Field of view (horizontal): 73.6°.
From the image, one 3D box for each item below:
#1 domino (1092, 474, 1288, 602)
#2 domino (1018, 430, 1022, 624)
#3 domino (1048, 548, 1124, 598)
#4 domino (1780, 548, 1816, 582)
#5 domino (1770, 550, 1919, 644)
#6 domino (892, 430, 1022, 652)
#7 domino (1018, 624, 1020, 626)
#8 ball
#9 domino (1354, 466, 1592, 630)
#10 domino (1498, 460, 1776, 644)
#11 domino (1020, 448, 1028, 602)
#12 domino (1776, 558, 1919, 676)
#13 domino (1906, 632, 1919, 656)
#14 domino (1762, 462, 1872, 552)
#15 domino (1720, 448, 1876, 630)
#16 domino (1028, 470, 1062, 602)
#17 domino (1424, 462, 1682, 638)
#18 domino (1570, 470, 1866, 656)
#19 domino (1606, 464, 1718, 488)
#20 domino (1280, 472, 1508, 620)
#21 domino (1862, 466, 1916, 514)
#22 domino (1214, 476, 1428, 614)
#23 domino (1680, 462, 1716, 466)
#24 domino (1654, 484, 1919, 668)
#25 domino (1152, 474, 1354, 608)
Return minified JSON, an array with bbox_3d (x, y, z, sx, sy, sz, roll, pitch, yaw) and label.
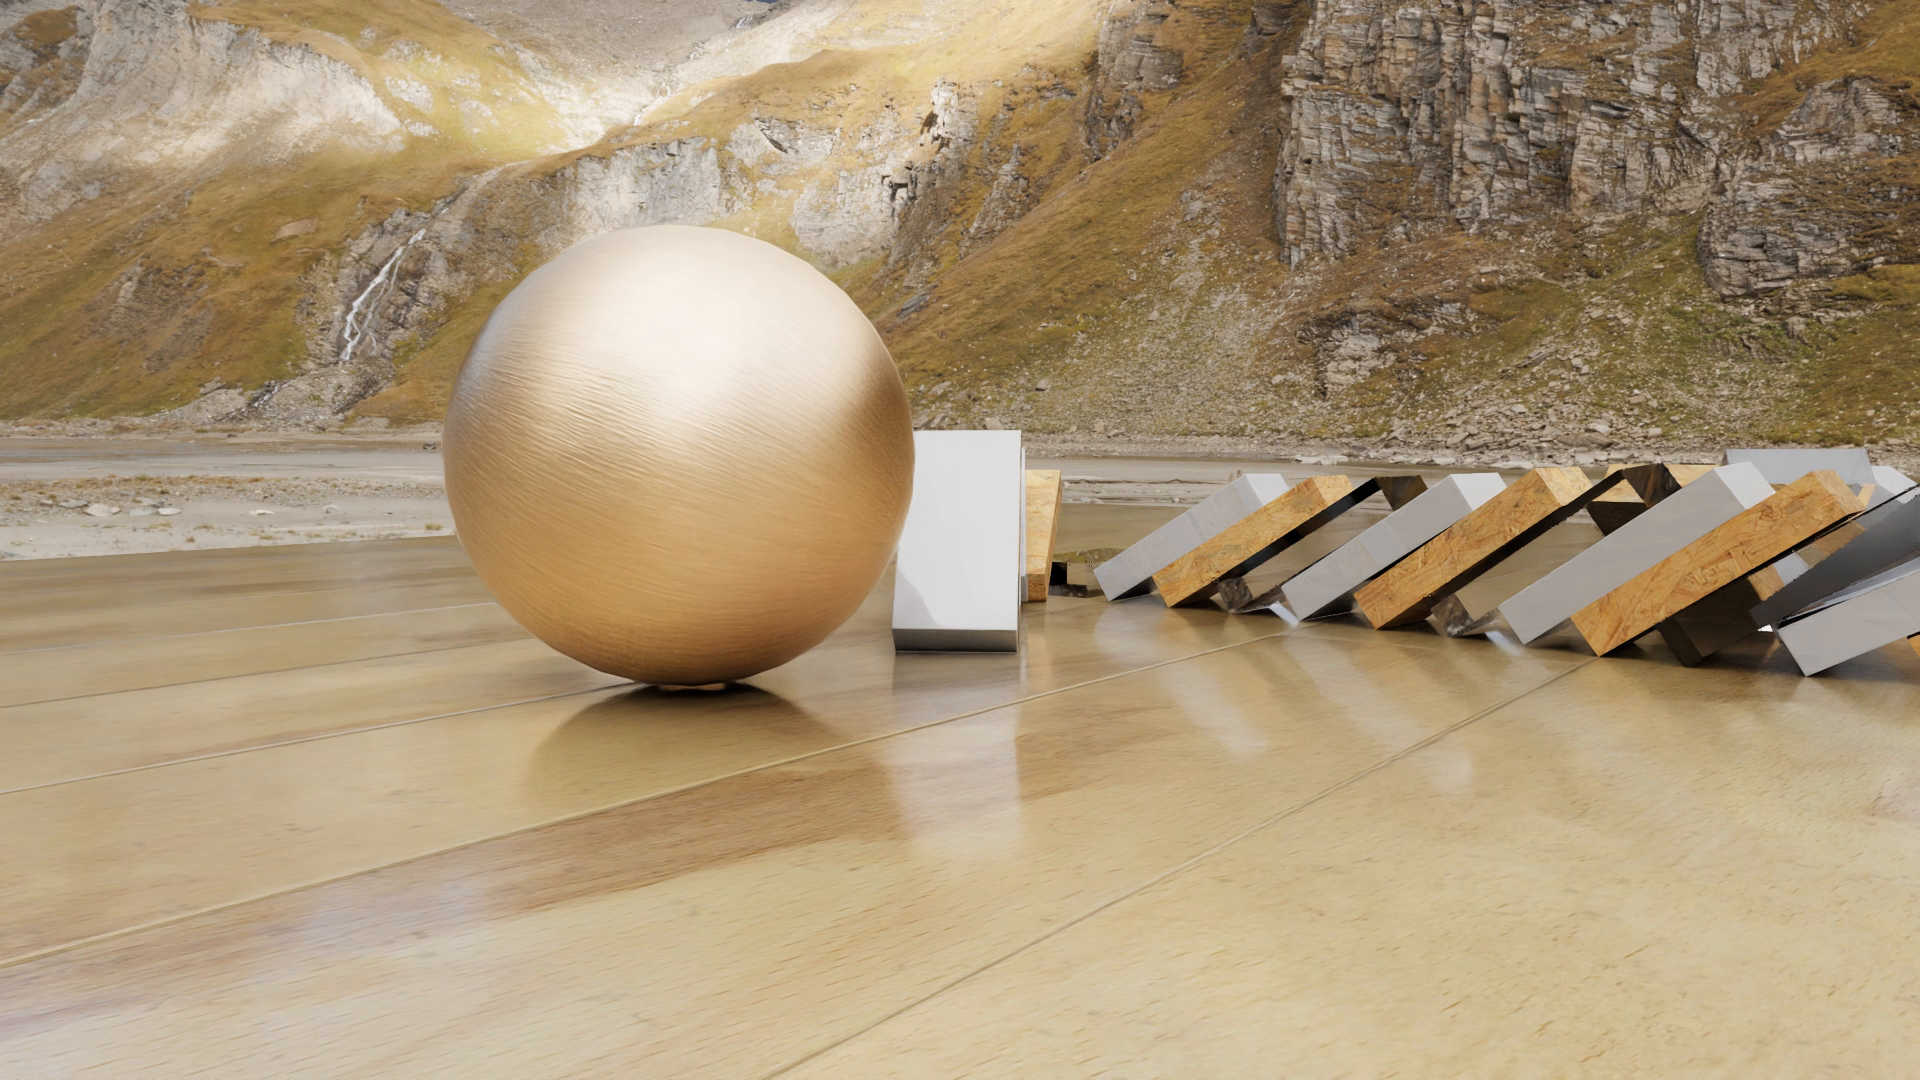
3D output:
[{"bbox_3d":[0.062,-0.001,0.342,0.050,0.009,0.025,-35,-16,30],"label":"domino"},{"bbox_3d":[0.001,-0.001,0.284,0.025,0.050,0.009,0,-33,4],"label":"domino"},{"bbox_3d":[0.041,0.009,0.381,0.025,0.010,0.050,3,5,38],"label":"domino"},{"bbox_3d":[0.188,0.000,0.315,0.050,0.010,0.025,37,-9,-19],"label":"domino"},{"bbox_3d":[0.191,0.004,0.258,0.025,0.010,0.050,-1,-33,-17],"label":"domino"},{"bbox_3d":[0.000,-0.001,0.272,0.025,0.050,0.010,0,-33,4],"label":"domino"},{"bbox_3d":[0.002,-0.003,0.308,0.025,0.050,0.010,0,-33,3],"label":"domino"},{"bbox_3d":[-0.048,-0.014,0.225,0.080,0.080,0.080,0,4,0],"label":"ball"},{"bbox_3d":[0.116,0.002,0.289,0.025,0.010,0.050,-4,-30,-45],"label":"domino"},{"bbox_3d":[0.138,0.003,0.263,0.025,0.009,0.050,-8,-28,-44],"label":"domino"},{"bbox_3d":[0.006,-0.004,0.350,0.025,0.009,0.050,-3,44,6],"label":"domino"},{"bbox_3d":[0.177,0.008,0.233,0.050,0.010,0.025,-34,-16,32],"label":"domino"},{"bbox_3d":[0.194,0.009,0.222,0.050,0.009,0.025,-34,-14,32],"label":"domino"},{"bbox_3d":[0.232,-0.001,0.331,0.025,0.009,0.050,-2,40,-45],"label":"domino"},{"bbox_3d":[0.175,0.001,0.278,0.025,0.009,0.050,1,-39,16],"label":"domino"},{"bbox_3d":[0.014,-0.002,0.365,0.025,0.009,0.050,1,37,10],"label":"domino"},{"bbox_3d":[0.128,0.003,0.276,0.025,0.010,0.050,-8,-28,-43],"label":"domino"},{"bbox_3d":[0.149,0.005,0.253,0.025,0.009,0.050,-5,-30,-48],"label":"domino"},{"bbox_3d":[0.174,0.001,0.302,0.050,0.009,0.025,41,-20,-30],"label":"domino"},{"bbox_3d":[0.103,0.002,0.303,0.025,0.010,0.050,-4,-28,-45],"label":"domino"},{"bbox_3d":[0.246,0.000,0.318,0.025,0.009,0.050,-3,41,-37],"label":"domino"},{"bbox_3d":[0.090,0.001,0.317,0.025,0.010,0.050,-5,-26,-47],"label":"domino"},{"bbox_3d":[0.208,-0.001,0.331,0.050,0.009,0.025,38,11,7],"label":"domino"},{"bbox_3d":[0.159,0.006,0.240,0.025,0.009,0.050,-5,-29,-48],"label":"domino"},{"bbox_3d":[0.077,0.000,0.332,0.050,0.010,0.025,-35,-17,32],"label":"domino"}]
